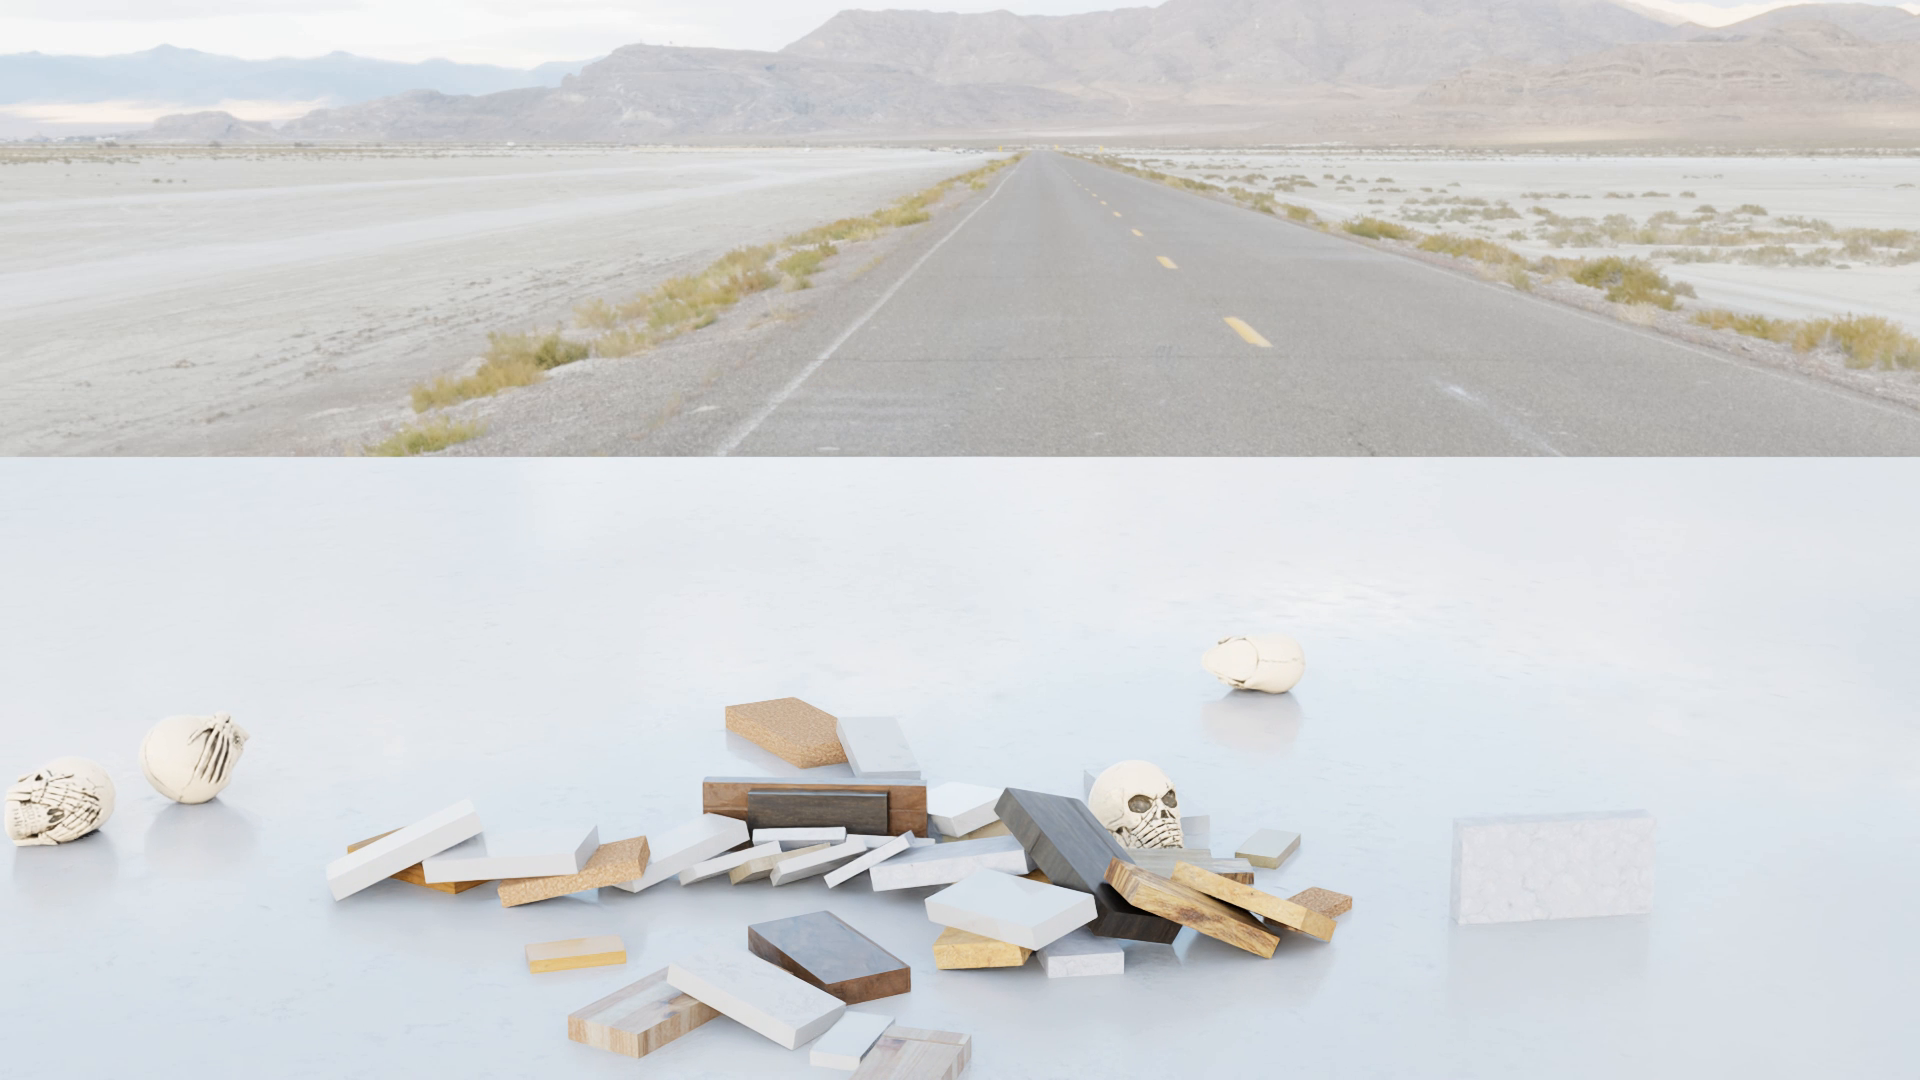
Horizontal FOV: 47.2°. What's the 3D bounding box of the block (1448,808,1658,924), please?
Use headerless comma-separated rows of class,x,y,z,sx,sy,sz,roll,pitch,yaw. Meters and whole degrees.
block,0.959,0.528,3.556,0.328,0.164,0.046,-2,11,-9

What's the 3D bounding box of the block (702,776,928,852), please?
block,-0.255,0.486,3.882,0.395,0.126,0.036,1,11,3

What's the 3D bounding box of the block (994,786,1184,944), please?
block,0.203,0.517,3.504,0.164,0.046,0.328,14,21,-38

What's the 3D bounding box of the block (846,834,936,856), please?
block,-0.114,0.536,3.775,0.152,0.022,0.076,2,-33,9

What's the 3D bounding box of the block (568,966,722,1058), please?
block,-0.428,0.668,3.149,0.126,0.036,0.253,7,12,31

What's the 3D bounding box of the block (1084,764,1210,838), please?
block,0.346,0.488,4.128,0.119,0.034,0.339,-3,11,-17

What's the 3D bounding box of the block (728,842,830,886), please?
block,-0.303,0.549,3.727,0.158,0.022,0.079,-7,-18,-35

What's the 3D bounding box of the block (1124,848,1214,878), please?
block,0.303,0.560,3.665,0.239,0.034,0.119,0,23,0

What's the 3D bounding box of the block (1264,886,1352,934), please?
block,0.564,0.599,3.565,0.075,0.021,0.149,9,14,40

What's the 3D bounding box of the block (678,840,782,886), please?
block,-0.389,0.546,3.714,0.158,0.022,0.079,-13,-12,-30

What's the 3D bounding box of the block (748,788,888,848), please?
block,-0.247,0.497,3.846,0.242,0.117,0.033,1,11,3

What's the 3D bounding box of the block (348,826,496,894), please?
block,-0.915,0.550,3.785,0.260,0.037,0.130,7,13,33

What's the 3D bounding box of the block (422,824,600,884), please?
block,-0.745,0.521,3.660,0.260,0.037,0.130,-5,13,8

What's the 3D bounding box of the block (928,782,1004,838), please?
block,-0.010,0.481,3.945,0.127,0.036,0.254,-20,7,-25

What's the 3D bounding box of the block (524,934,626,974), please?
block,-0.590,0.635,3.373,0.145,0.021,0.072,-3,11,-17

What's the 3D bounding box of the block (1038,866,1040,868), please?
block,0.152,0.538,3.857,0.119,0.034,0.238,-1,11,-3

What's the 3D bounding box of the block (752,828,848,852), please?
block,-0.273,0.526,3.799,0.158,0.022,0.079,-2,-35,4

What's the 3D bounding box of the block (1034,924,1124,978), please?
block,0.168,0.615,3.443,0.116,0.033,0.275,-2,11,-9

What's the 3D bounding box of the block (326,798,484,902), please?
block,-0.929,0.515,3.680,0.260,0.037,0.130,-25,10,-14

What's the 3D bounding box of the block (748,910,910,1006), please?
block,-0.201,0.633,3.331,0.138,0.039,0.276,-6,12,-29

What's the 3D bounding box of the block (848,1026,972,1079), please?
block,-0.072,0.711,2.925,0.116,0.033,0.232,3,11,15

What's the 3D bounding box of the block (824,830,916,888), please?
block,-0.150,0.533,3.679,0.152,0.022,0.076,-28,-5,6

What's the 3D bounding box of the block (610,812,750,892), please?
block,-0.489,0.531,3.746,0.235,0.033,0.117,-21,15,-36

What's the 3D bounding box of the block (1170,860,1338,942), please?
block,0.463,0.570,3.474,0.239,0.034,0.119,16,-9,37

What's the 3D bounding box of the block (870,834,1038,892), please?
block,0.006,0.527,3.616,0.276,0.039,0.138,-10,2,23

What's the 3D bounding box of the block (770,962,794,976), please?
block,-0.322,0.649,3.298,0.072,0.021,0.145,-9,14,-41

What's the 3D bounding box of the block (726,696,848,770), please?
block,-0.338,0.398,4.574,0.164,0.046,0.365,-6,12,-30

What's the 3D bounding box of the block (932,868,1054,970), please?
block,0.069,0.588,3.434,0.138,0.039,0.276,-7,13,21

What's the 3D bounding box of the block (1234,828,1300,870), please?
block,0.542,0.542,3.868,0.075,0.021,0.149,5,12,24

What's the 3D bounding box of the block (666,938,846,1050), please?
block,-0.292,0.647,3.141,0.232,0.033,0.116,21,19,29

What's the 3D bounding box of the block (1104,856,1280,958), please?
block,0.357,0.568,3.397,0.254,0.036,0.127,24,3,-19

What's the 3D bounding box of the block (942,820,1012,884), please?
block,0.035,0.530,3.807,0.119,0.034,0.238,-17,11,0

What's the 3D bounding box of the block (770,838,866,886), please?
block,-0.239,0.542,3.699,0.152,0.022,0.076,-13,-20,-21

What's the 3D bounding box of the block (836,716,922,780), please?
block,-0.163,0.418,4.357,0.119,0.034,0.238,0,22,-16

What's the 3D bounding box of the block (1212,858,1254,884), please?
block,0.421,0.565,3.746,0.149,0.021,0.075,0,11,-2

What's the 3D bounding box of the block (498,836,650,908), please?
block,-0.639,0.550,3.652,0.235,0.033,0.117,-12,12,1

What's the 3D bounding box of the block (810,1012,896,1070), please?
block,-0.148,0.694,3.050,0.072,0.021,0.145,3,11,17

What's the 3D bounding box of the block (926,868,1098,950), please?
block,0.076,0.563,3.364,0.127,0.036,0.254,-21,15,-36
